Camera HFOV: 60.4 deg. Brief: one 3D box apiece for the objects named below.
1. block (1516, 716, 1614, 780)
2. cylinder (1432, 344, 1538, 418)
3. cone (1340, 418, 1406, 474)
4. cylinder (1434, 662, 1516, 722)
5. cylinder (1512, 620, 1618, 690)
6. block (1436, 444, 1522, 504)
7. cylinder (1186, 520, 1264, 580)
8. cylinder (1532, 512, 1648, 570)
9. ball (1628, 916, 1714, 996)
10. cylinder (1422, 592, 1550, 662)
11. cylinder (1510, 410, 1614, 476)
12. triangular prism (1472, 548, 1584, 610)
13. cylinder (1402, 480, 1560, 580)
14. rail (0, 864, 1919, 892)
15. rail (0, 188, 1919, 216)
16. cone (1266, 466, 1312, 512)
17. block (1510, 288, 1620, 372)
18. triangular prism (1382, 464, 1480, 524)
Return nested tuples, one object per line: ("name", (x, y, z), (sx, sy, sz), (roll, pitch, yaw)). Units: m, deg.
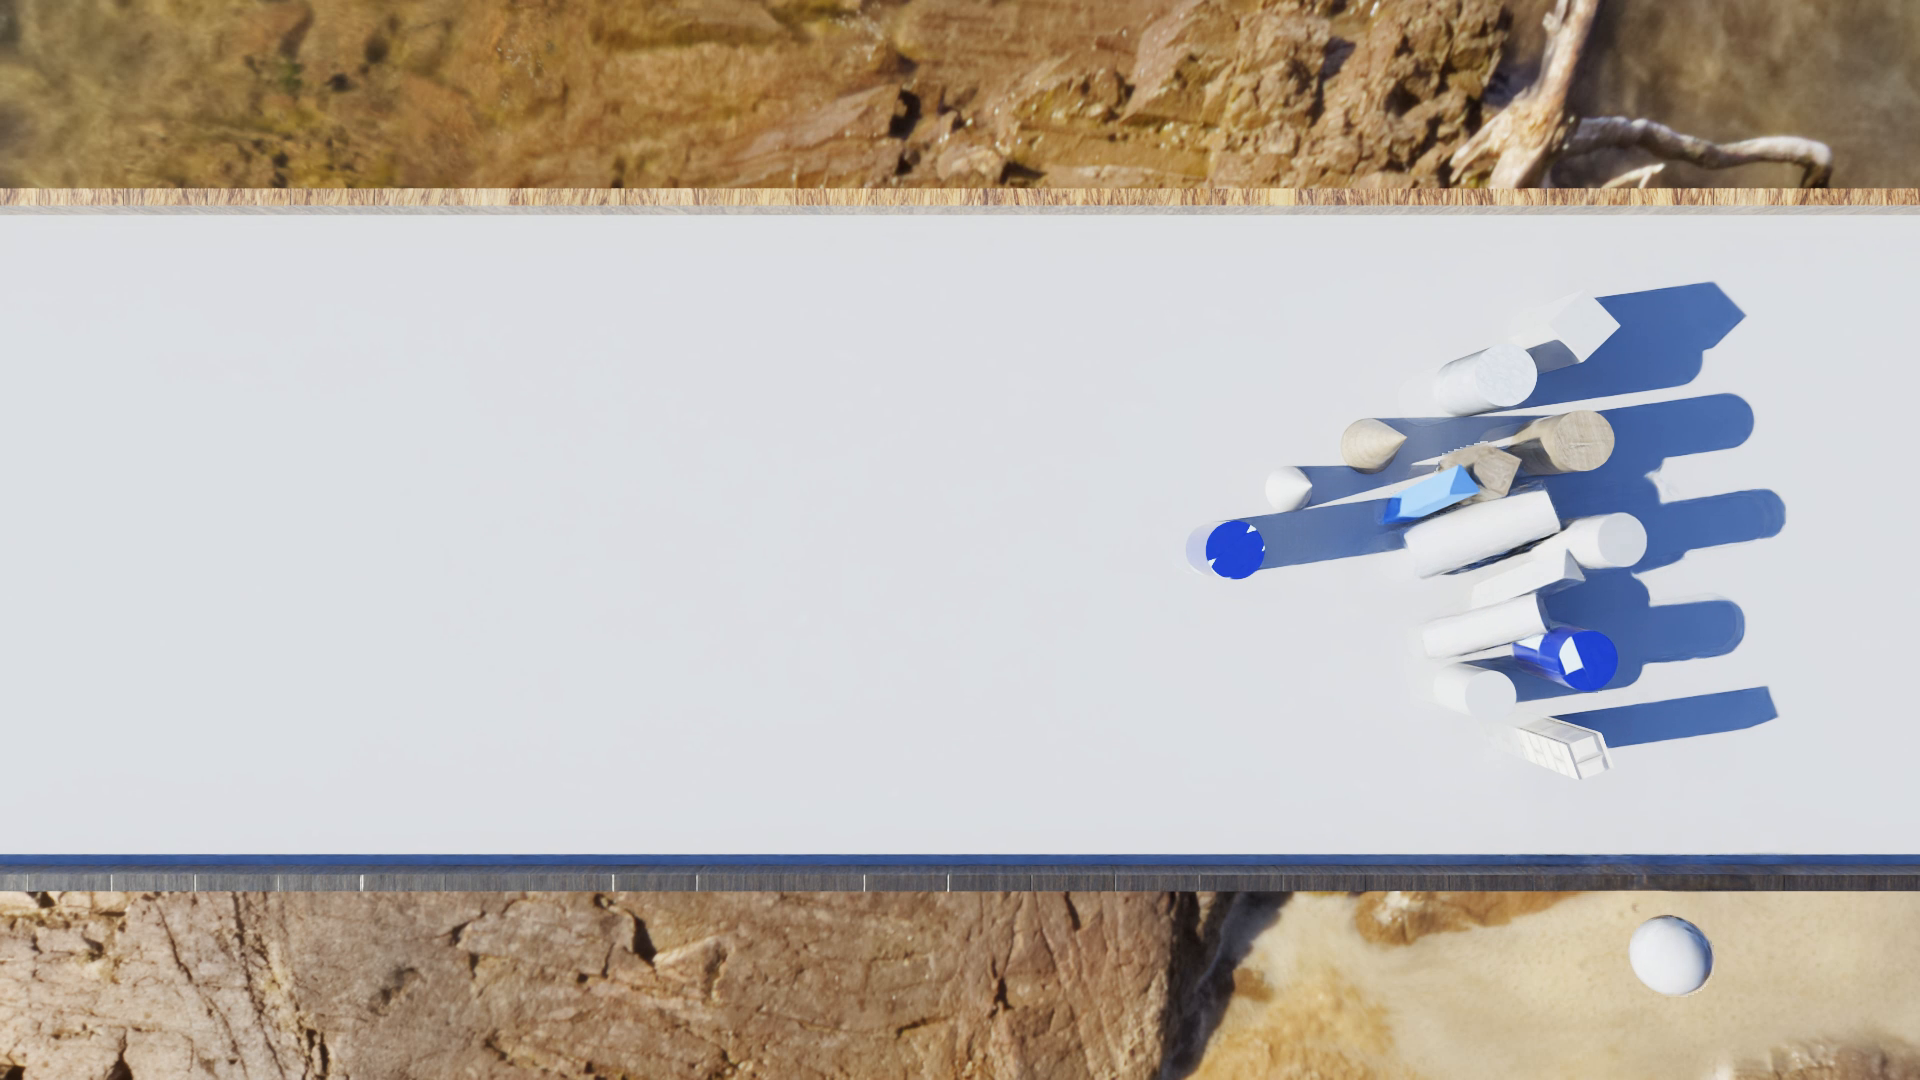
("block", (1.777, 0.611, 4.864), (0.105, 0.425, 0.105), (-20, 90, 0))
("cylinder", (1.544, -0.467, 4.870), (0.177, 0.413, 0.177), (0, 90, 0))
("cone", (1.258, -0.289, 4.857), (0.174, 0.440, 0.174), (0, 90, 0))
("cylinder", (1.532, 0.452, 4.921), (0.150, 0.312, 0.150), (0, 90, 0))
("cylinder", (1.795, 0.337, 4.905), (0.176, 0.329, 0.176), (0, 94, -4))
("block", (1.524, -0.192, 4.890), (0.116, 0.368, 0.116), (23, 87, 0))
("cylinder", (0.777, 0.029, 4.867), (0.167, 0.419, 0.167), (0, 90, 0))
("cylinder", (1.856, 0.009, 4.881), (0.155, 0.369, 0.155), (0, 87, -10))
("ball", (2.082, 1.216, 4.831), (0.229, 0.229, 0.229), (0, 90, 0))
("cylinder", (1.573, 0.263, 4.941), (0.346, 0.124, 0.124), (-19, 90, 28))
("cylinder", (1.783, -0.285, 4.896), (0.175, 0.361, 0.175), (0, 90, 0))
("triangular prism", (1.687, 0.125, 4.939), (0.112, 0.329, 0.097), (8, 64, -37))
("cylinder", (1.560, -0.027, 4.944), (0.423, 0.164, 0.164), (-22, 90, 14))
("rail", (-2.247, 1.025, 5.001), (12.000, 0.150, 0.050), (0, 90, 0))
("rail", (-2.247, -1.025, 5.002), (12.000, 0.150, 0.050), (0, 90, 0))
("cone", (1.012, -0.157, 4.907), (0.144, 0.340, 0.144), (0, 90, 0))
("block", (1.798, -0.619, 4.913), (0.149, 0.327, 0.149), (-44, 90, 0))
("triangular prism", (1.380, -0.136, 4.875), (0.096, 0.406, 0.083), (-4, 80, -14))
